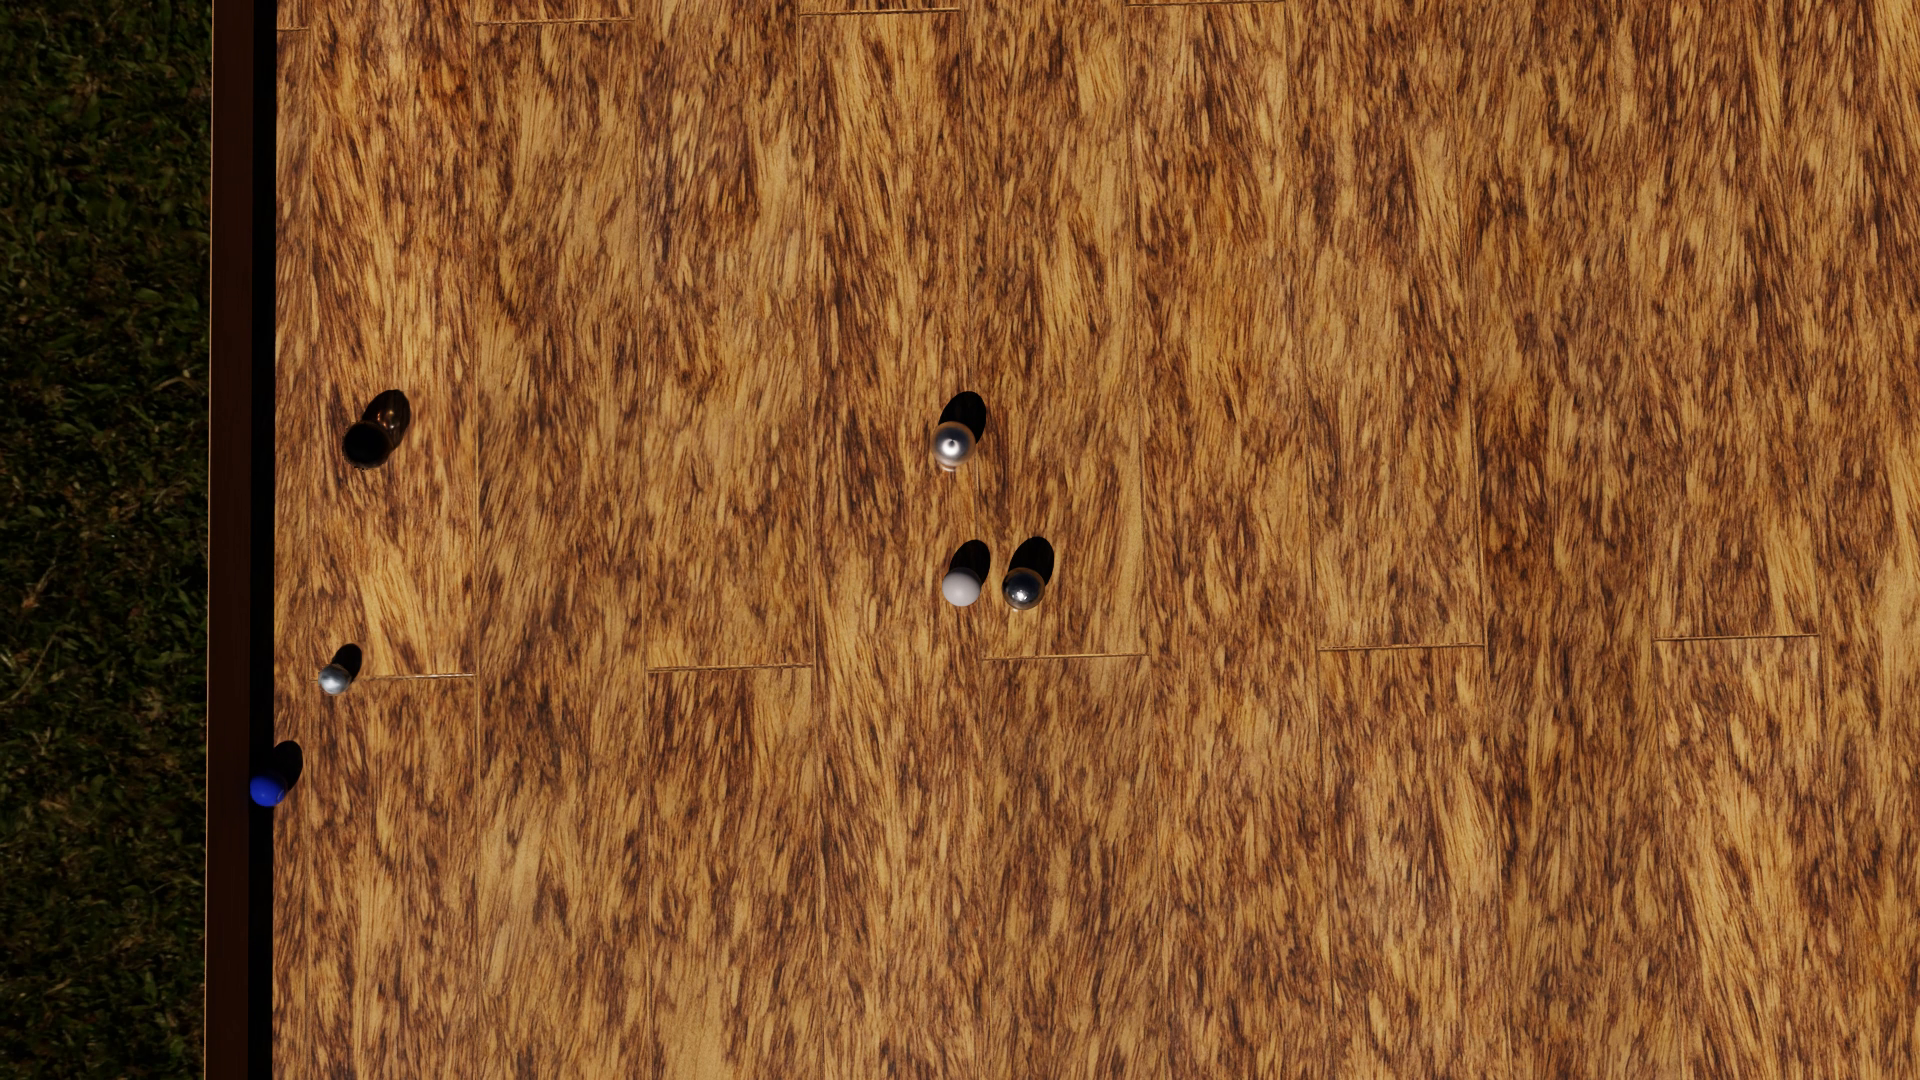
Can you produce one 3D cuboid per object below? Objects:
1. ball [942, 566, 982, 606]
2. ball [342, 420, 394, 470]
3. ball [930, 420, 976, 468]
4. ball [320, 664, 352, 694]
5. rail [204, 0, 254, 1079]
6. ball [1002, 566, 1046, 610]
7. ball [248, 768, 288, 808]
[{"bbox_3d":[0.003,0.069,3.252,0.059,0.059,0.059,0,84,0],"label":"ball"},{"bbox_3d":[-0.880,-0.141,3.269,0.073,0.073,0.073,0,84,0],"label":"ball"},{"bbox_3d":[-0.011,-0.143,3.270,0.069,0.069,0.069,0,84,0],"label":"ball"},{"bbox_3d":[-0.921,0.206,3.244,0.044,0.044,0.044,0,84,0],"label":"ball"},{"bbox_3d":[-1.068,0.030,3.238,0.045,0.094,2.354,-2,84,0],"label":"rail"},{"bbox_3d":[0.094,0.071,3.249,0.065,0.065,0.065,0,84,0],"label":"ball"},{"bbox_3d":[-1.013,0.363,3.220,0.056,0.056,0.056,0,84,0],"label":"ball"}]
